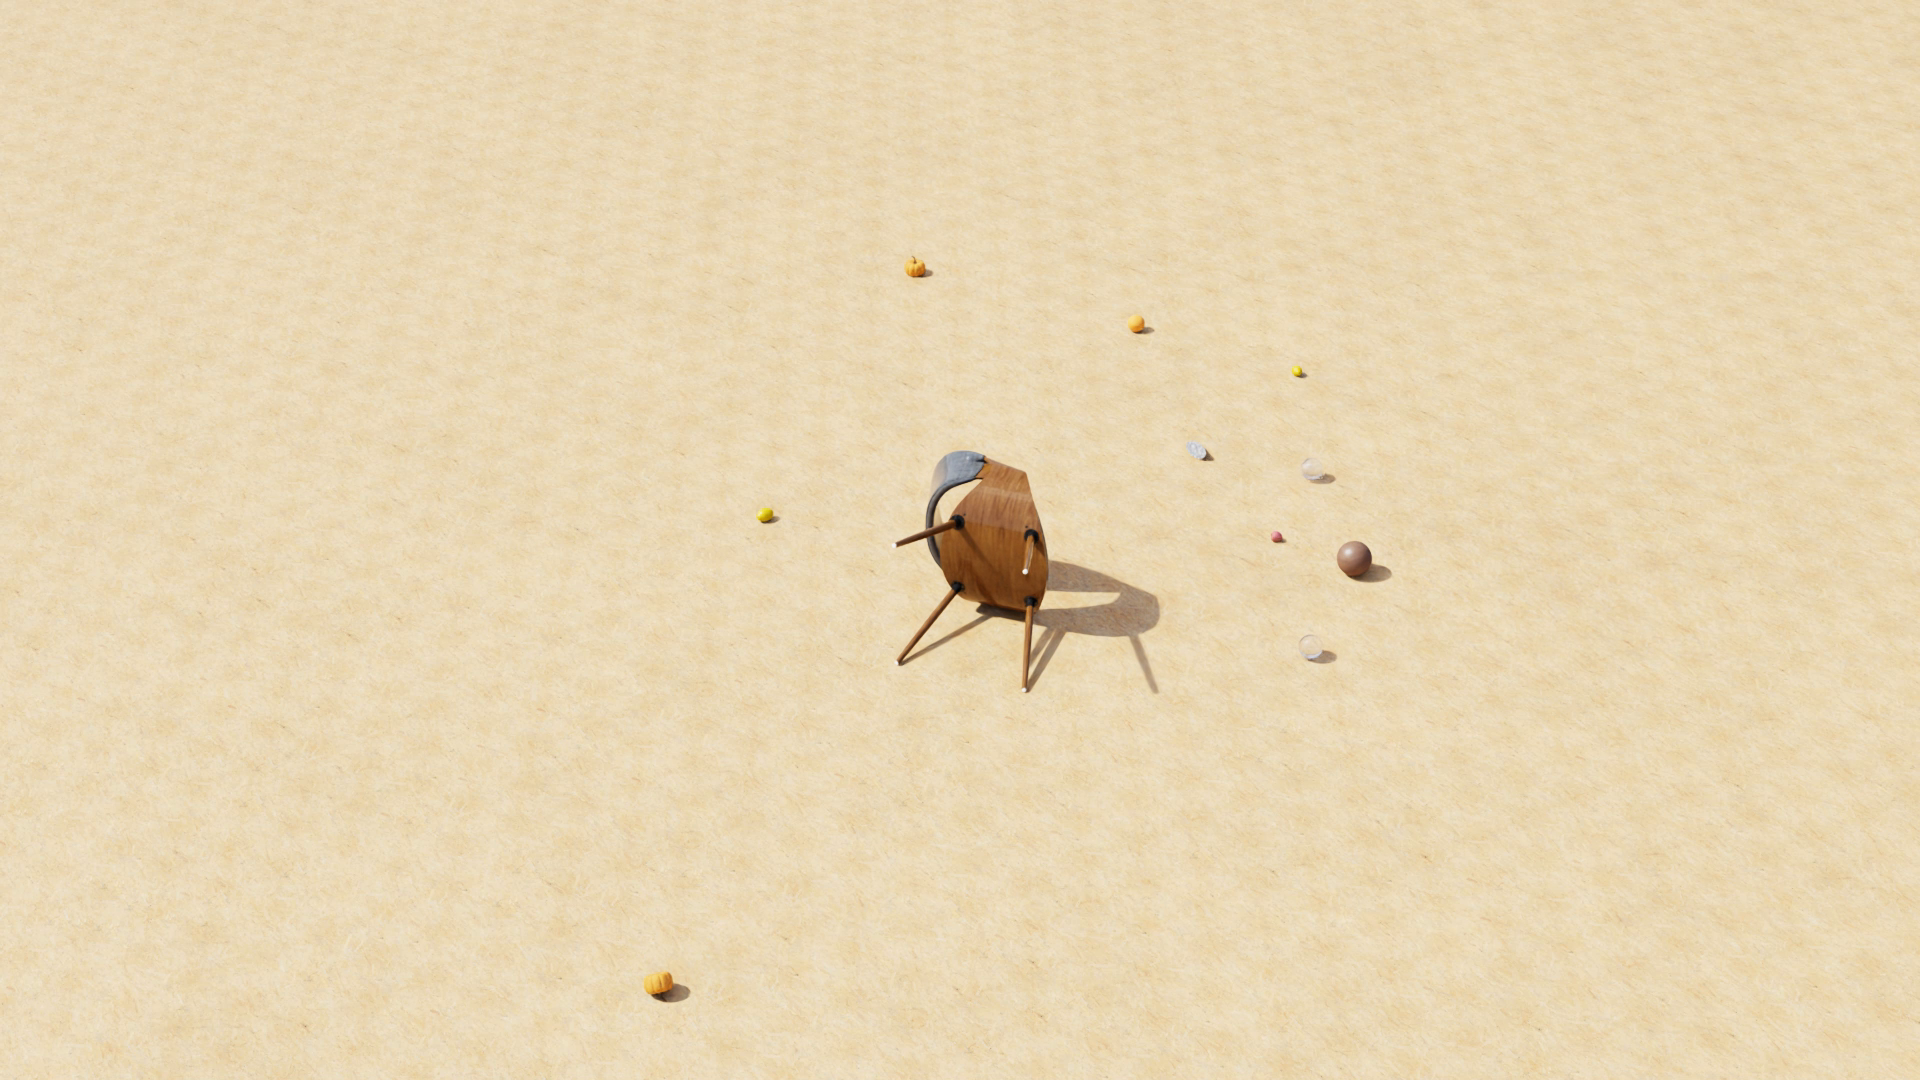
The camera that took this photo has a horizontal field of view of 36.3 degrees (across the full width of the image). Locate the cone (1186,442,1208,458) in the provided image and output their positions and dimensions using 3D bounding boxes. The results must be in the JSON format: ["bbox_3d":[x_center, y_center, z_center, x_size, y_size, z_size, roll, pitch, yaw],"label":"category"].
[{"bbox_3d":[0.944,-0.351,11.453,0.069,0.059,0.108,2,21,-46],"label":"cone"}]

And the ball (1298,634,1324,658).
[{"bbox_3d":[1.232,0.374,10.297,0.087,0.087,0.087,0,33,0],"label":"ball"}]

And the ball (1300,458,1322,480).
[{"bbox_3d":[1.354,-0.274,11.283,0.085,0.085,0.085,0,33,0],"label":"ball"}]
